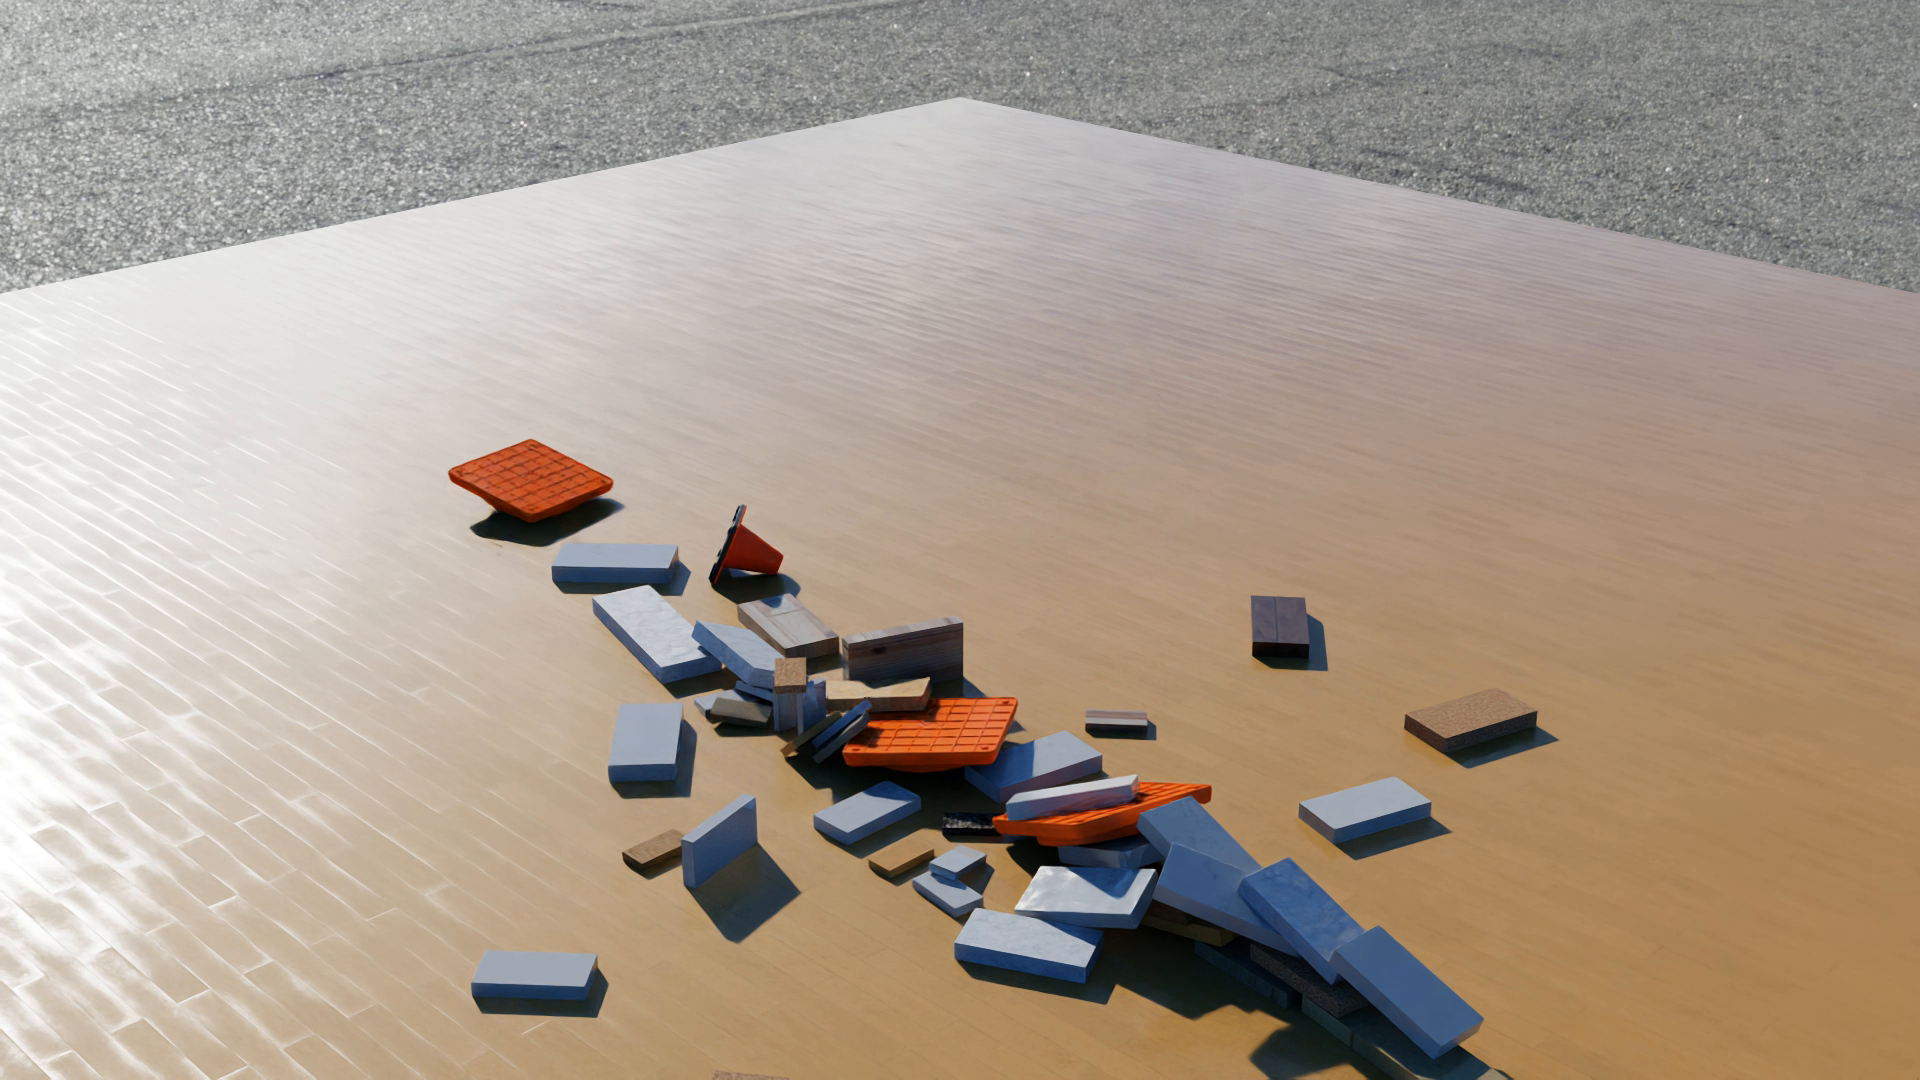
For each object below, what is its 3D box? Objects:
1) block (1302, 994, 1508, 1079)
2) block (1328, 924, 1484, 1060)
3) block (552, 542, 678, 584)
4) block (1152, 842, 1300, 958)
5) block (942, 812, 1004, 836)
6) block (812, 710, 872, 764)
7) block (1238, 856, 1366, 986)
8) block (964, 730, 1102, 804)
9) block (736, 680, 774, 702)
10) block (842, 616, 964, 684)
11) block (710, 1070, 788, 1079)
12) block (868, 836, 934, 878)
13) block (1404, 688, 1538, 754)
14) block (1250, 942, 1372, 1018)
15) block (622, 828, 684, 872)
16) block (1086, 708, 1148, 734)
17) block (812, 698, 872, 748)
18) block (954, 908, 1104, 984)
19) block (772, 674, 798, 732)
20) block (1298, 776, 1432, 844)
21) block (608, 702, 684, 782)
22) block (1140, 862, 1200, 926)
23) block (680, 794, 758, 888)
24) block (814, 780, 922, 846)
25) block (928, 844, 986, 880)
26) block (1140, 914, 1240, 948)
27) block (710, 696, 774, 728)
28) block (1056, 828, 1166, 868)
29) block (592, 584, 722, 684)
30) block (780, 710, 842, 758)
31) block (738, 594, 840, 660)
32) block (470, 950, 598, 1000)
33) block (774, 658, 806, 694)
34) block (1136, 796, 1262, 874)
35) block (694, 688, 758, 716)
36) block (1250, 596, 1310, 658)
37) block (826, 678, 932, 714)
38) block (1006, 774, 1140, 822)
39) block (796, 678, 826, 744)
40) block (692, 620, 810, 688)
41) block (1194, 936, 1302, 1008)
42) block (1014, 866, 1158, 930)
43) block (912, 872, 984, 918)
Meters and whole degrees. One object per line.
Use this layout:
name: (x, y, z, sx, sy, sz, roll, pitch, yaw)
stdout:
block: (0.782, 0.873, 3.660, 0.121, 0.034, 0.499, -14, 27, -30)
block: (0.756, 0.765, 3.732, 0.121, 0.034, 0.242, -18, 47, -39)
block: (-0.872, 0.058, 5.570, 0.295, 0.042, 0.148, 1, 23, 2)
block: (0.491, 0.640, 3.917, 0.279, 0.035, 0.123, 22, 36, 7)
block: (0.026, 0.568, 4.399, 0.120, 0.017, 0.060, 1, 23, 2)
block: (-0.249, 0.416, 4.637, 0.134, 0.019, 0.067, -38, 6, 15)
block: (0.616, 0.668, 3.868, 0.121, 0.034, 0.242, -16, 47, -38)
block: (0.154, 0.474, 4.597, 0.261, 0.037, 0.131, -15, 27, -31)
block: (-0.429, 0.339, 4.890, 0.128, 0.018, 0.064, 18, 6, 20)
block: (-0.128, 0.264, 4.960, 0.278, 0.139, 0.039, -10, 25, -22)
block: (-0.350, 0.903, 3.610, 0.126, 0.018, 0.063, 3, 23, 8)
block: (-0.114, 0.618, 4.282, 0.120, 0.017, 0.060, -21, 31, -41)
block: (1.113, 0.391, 4.791, 0.261, 0.037, 0.131, -12, 26, -27)
block: (0.627, 0.754, 3.857, 0.113, 0.032, 0.225, -15, 26, -31)
block: (-0.591, 0.607, 4.307, 0.126, 0.018, 0.063, -21, 31, -41)
block: (0.342, 0.395, 4.805, 0.134, 0.019, 0.067, 2, 23, 4)
block: (-0.252, 0.392, 4.690, 0.134, 0.019, 0.067, -39, -4, 27)
block: (0.126, 0.734, 3.986, 0.246, 0.035, 0.123, 8, 24, 17)
block: (-0.373, 0.346, 4.775, 0.067, 0.133, 0.019, -19, 29, -37)
block: (0.817, 0.544, 4.436, 0.239, 0.034, 0.120, -11, 25, -25)
block: (-0.669, 0.430, 4.698, 0.139, 0.039, 0.277, -1, 23, -3)
block: (0.364, 0.650, 4.085, 0.127, 0.036, 0.254, -21, 19, -41)
block: (-0.465, 0.582, 4.260, 0.029, 0.101, 0.203, 13, 26, 28)
block: (-0.186, 0.548, 4.432, 0.101, 0.029, 0.203, 21, 31, 40)
block: (-0.004, 0.622, 4.242, 0.060, 0.017, 0.120, 17, 18, 27)
block: (0.427, 0.687, 4.044, 0.112, 0.032, 0.225, -21, 19, -40)
block: (-0.479, 0.379, 4.819, 0.128, 0.018, 0.064, 9, 31, 6)
block: (0.305, 0.589, 4.196, 0.127, 0.036, 0.254, -13, 2, -27)
block: (-0.720, 0.218, 5.193, 0.148, 0.042, 0.441, -12, 26, -27)
block: (-0.316, 0.412, 4.683, 0.134, 0.019, 0.067, -32, -6, -35)
block: (-0.409, 0.208, 5.220, 0.139, 0.039, 0.277, -12, 26, -26)
block: (-0.754, 0.772, 3.904, 0.203, 0.029, 0.101, 1, 23, 3)
block: (-0.363, 0.290, 4.712, 0.067, 0.019, 0.133, -2, 23, -4)
block: (0.454, 0.581, 4.049, 0.127, 0.036, 0.254, -14, 44, -35)
block: (-0.519, 0.359, 4.892, 0.128, 0.018, 0.064, -12, 26, -26)
block: (0.759, 0.205, 5.231, 0.131, 0.037, 0.261, 2, 23, 5)
block: (-0.190, 0.340, 4.801, 0.239, 0.034, 0.120, -3, 15, 8)
block: (0.221, 0.503, 4.293, 0.248, 0.034, 0.120, -10, 1, 11)
block: (-0.318, 0.368, 4.723, 0.067, 0.133, 0.019, -21, 31, -40)
block: (-0.480, 0.265, 5.009, 0.148, 0.042, 0.295, 13, 12, -37)
block: (0.541, 0.755, 3.940, 0.112, 0.032, 0.225, -18, 29, -36)
block: (0.235, 0.657, 4.050, 0.246, 0.035, 0.123, -4, 31, 33)
block: (-0.023, 0.667, 4.165, 0.067, 0.019, 0.134, -17, 28, -34)
